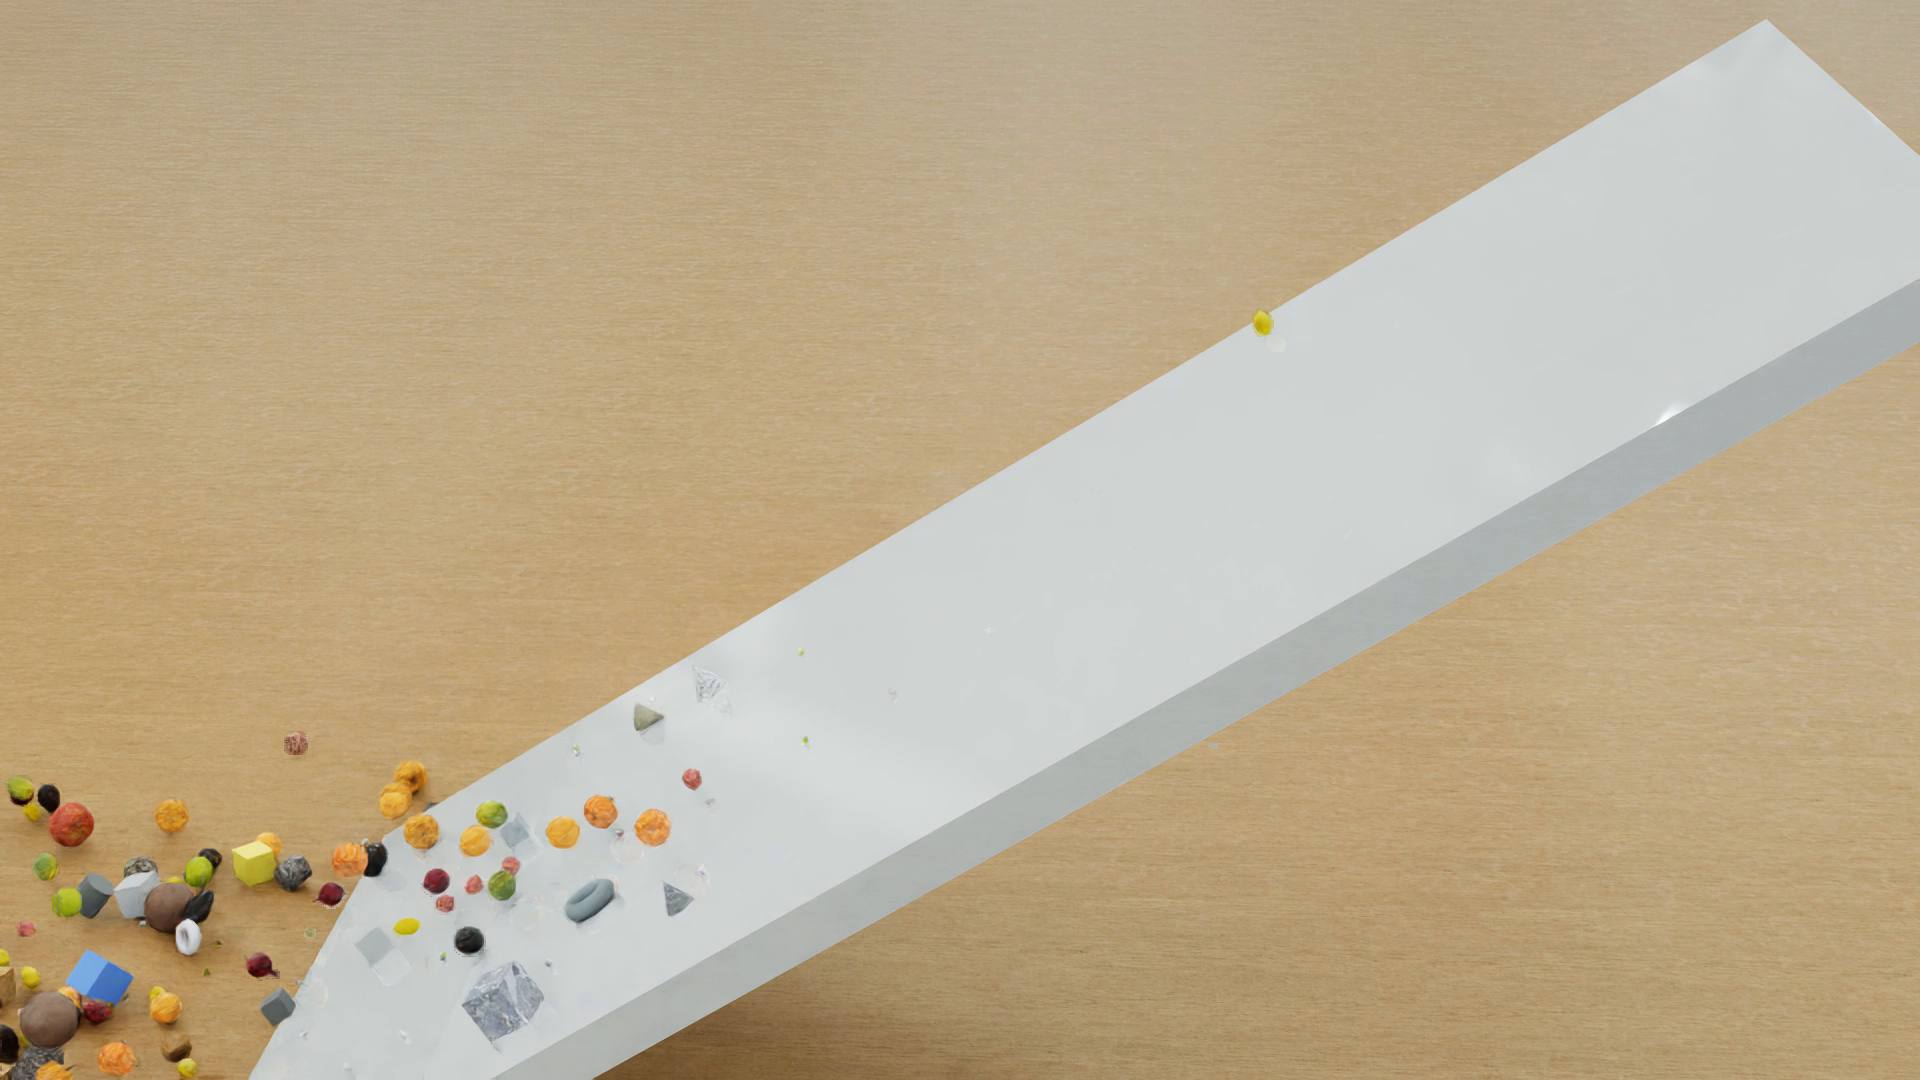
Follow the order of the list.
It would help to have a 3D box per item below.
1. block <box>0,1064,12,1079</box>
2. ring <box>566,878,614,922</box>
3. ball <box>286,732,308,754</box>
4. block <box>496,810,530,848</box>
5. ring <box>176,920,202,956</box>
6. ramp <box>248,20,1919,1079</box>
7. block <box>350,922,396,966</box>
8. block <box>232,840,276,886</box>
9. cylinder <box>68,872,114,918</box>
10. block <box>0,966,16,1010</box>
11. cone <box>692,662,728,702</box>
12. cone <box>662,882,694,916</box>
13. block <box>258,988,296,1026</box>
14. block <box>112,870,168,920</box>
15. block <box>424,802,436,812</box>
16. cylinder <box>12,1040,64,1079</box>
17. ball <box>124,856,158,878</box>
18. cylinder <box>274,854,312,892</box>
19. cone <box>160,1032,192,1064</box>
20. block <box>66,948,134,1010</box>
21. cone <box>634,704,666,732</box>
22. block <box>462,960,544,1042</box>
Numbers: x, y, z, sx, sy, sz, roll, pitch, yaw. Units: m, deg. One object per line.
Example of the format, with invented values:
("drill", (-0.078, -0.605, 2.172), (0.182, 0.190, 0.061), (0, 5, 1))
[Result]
("block", (-2.168, 1.217, 6.637), (0.051, 0.051, 0.051), (7, 21, 19))
("ring", (-0.773, 0.751, 6.139), (0.118, 0.039, 0.118), (-32, 16, 10))
("ball", (-1.890, 0.578, 8.373), (0.061, 0.061, 0.061), (0, 20, 0))
("block", (-1.048, 0.680, 6.906), (0.054, 0.054, 0.054), (-33, 15, 3))
("ring", (-1.900, 0.979, 7.241), (0.089, 0.089, 0.030), (18, 12, 40))
("ramp", (0.140, 0.170, 6.294), (4.000, 0.100, 2.000), (-30, 15, 14))
("block", (-1.349, 0.926, 6.752), (0.066, 0.066, 0.066), (-40, 16, -21))
("block", (-1.831, 0.839, 7.633), (0.077, 0.077, 0.077), (-18, 26, -38))
("cylinder", (-2.186, 0.893, 7.403), (0.081, 0.081, 0.081), (39, 11, -9))
("block", (-2.310, 1.067, 7.009), (0.079, 0.079, 0.079), (6, 21, 17))
("cone", (-0.616, 0.327, 7.031), (0.088, 0.088, 0.088), (-32, 15, 10))
("cone", (-0.570, 0.700, 5.821), (0.064, 0.064, 0.064), (-32, 15, 10))
("block", (-1.573, 1.076, 6.779), (0.054, 0.054, 0.054), (-32, 15, 7))
("block", (-2.071, 0.898, 7.434), (0.083, 0.083, 0.083), (-12, 17, 17))
("block", (-1.404, 0.738, 7.872), (0.058, 0.058, 0.058), (20, -15, -19))
("cylinder", (-2.087, 1.190, 6.656), (0.088, 0.088, 0.088), (2, 19, 6))
("ball", (-2.094, 0.849, 7.518), (0.084, 0.084, 0.084), (0, 20, 0))
("cylinder", (-1.719, 0.856, 7.574), (0.070, 0.070, 0.070), (18, 42, 40))
("cone", (-1.790, 1.160, 6.686), (0.069, 0.069, 0.069), (-1, -1, -2))
("block", (-2.045, 1.045, 6.992), (0.092, 0.092, 0.092), (18, 72, 41))
("cone", (-0.744, 0.426, 7.102), (0.071, 0.071, 0.071), (-5, 19, 11))
("block", (-0.901, 0.908, 5.801), (0.098, 0.098, 0.098), (-27, 17, 25))
